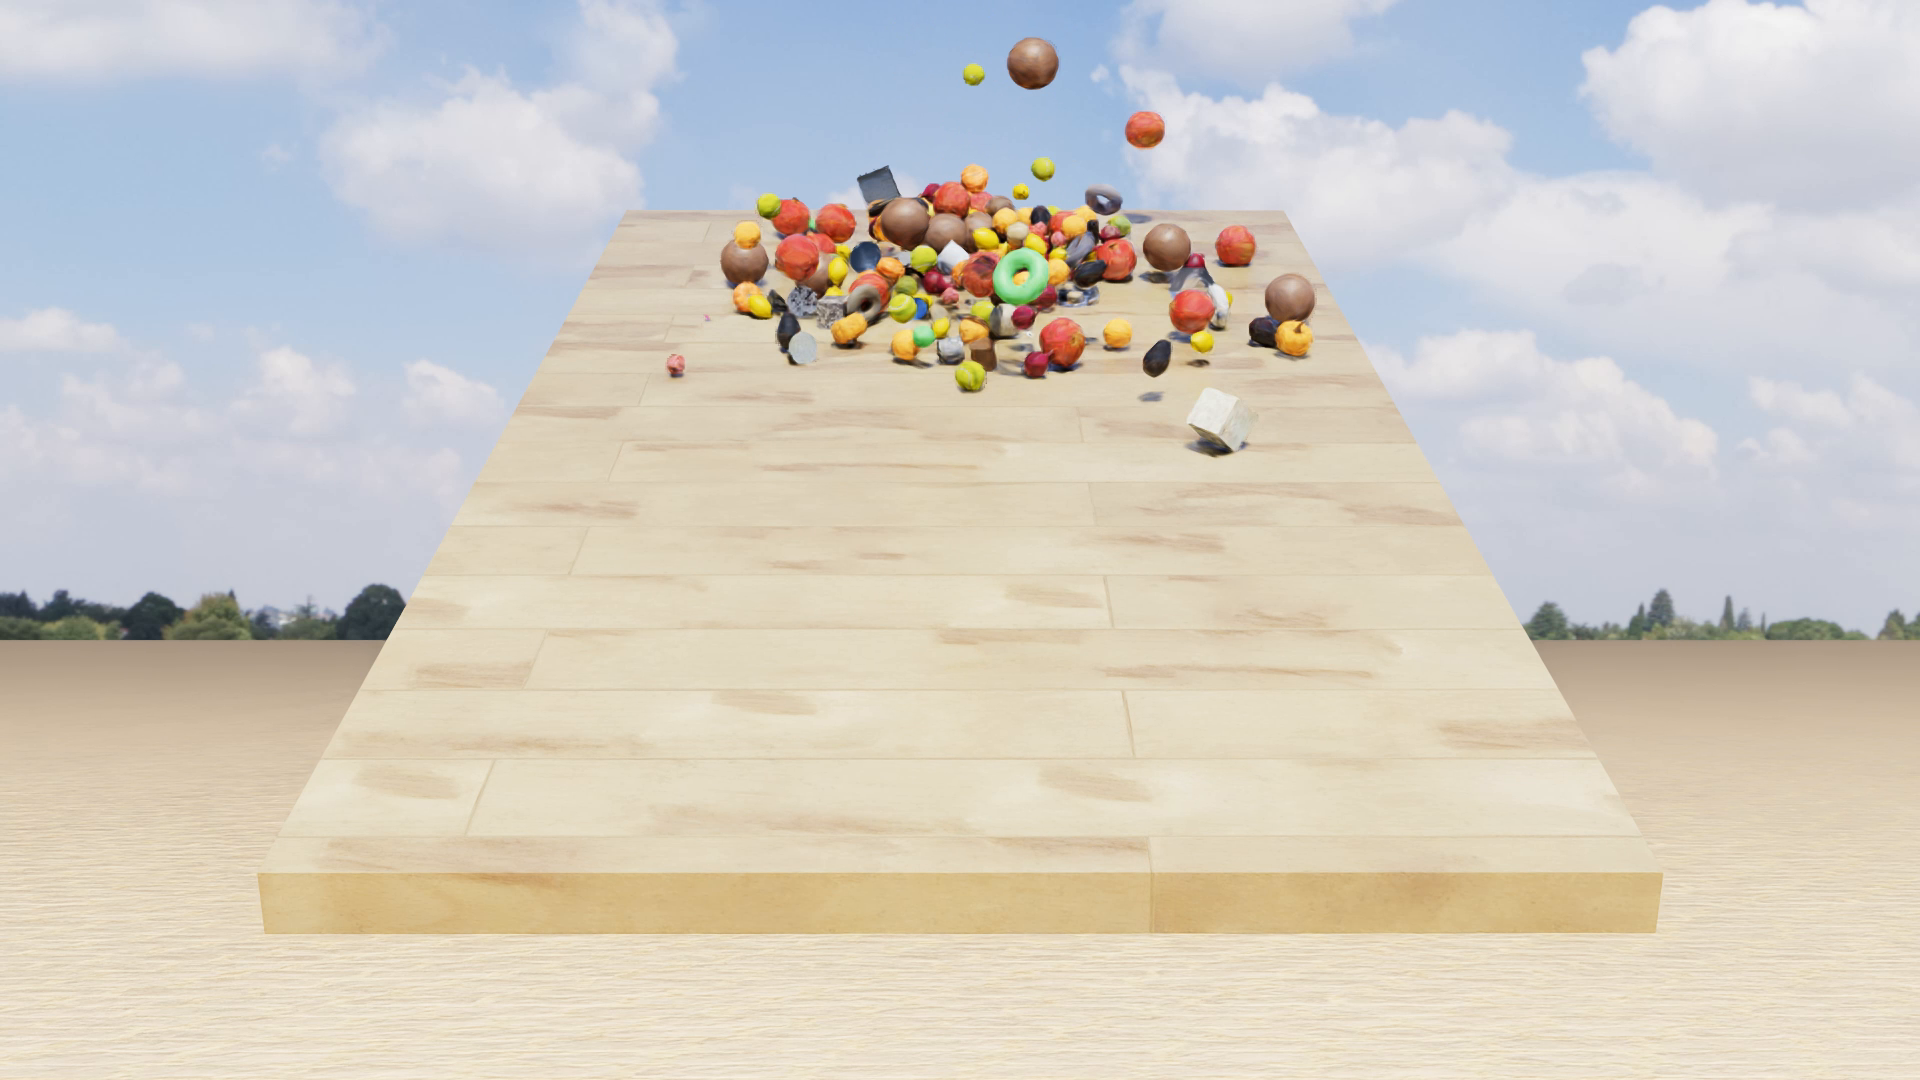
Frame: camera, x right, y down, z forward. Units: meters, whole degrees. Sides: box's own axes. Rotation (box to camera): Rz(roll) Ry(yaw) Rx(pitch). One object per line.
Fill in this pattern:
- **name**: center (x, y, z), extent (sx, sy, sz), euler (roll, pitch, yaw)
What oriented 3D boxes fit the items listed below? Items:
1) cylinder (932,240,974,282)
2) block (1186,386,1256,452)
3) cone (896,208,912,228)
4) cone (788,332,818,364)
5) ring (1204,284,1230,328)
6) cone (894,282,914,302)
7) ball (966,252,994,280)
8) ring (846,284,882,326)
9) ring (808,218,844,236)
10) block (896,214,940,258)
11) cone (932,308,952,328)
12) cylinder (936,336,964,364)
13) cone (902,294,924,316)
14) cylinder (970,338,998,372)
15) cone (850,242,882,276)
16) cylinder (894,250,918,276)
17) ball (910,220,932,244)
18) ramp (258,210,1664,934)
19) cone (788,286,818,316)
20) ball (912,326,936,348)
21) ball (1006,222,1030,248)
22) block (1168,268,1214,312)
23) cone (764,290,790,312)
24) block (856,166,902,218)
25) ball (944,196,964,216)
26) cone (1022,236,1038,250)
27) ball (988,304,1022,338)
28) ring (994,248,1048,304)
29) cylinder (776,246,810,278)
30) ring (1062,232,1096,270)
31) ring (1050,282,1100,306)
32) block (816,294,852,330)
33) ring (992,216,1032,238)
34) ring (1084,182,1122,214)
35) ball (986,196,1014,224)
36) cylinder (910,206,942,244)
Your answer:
- **cylinder**: center (-0.017, -0.745, 6.125), extent (0.082, 0.082, 0.082), euler (40, -9, -7)
- **block**: center (0.561, -0.259, 4.922), extent (0.091, 0.091, 0.091), euler (26, -8, 41)
- **cone**: center (-0.131, -0.917, 6.706), extent (0.079, 0.079, 0.079), euler (36, 7, 13)
- **cone**: center (-0.398, -0.459, 5.538), extent (0.079, 0.079, 0.079), euler (2, -4, -34)
- **ring**: center (0.648, -0.591, 5.782), extent (0.037, 0.110, 0.110), euler (-12, 0, -11)
- **cone**: center (-0.143, -0.648, 6.045), extent (0.057, 0.057, 0.057), euler (0, -5, 10)
- **ball**: center (0.052, -0.742, 6.213), extent (0.076, 0.076, 0.076), euler (0, -2, 0)
- **ring**: center (-0.243, -0.594, 5.788), extent (0.106, 0.106, 0.035), euler (2, 18, -43)
- **ring**: center (-0.393, -0.916, 6.704), extent (0.109, 0.036, 0.109), euler (0, 20, 0)
- **block**: center (-0.118, -0.859, 6.471), extent (0.080, 0.080, 0.080), euler (14, 45, 30)
- **cone**: center (-0.059, -0.557, 5.801), extent (0.056, 0.056, 0.056), euler (1, -5, -30)
- **cylinder**: center (-0.024, -0.458, 5.512), extent (0.056, 0.056, 0.056), euler (-12, -1, -8)
- **cone**: center (-0.110, -0.589, 5.895), extent (0.060, 0.060, 0.060), euler (-1, -29, 23)
- **cylinder**: center (0.056, -0.441, 5.461), extent (0.060, 0.060, 0.060), euler (-7, 32, 4)
- **cone**: center (-0.243, -0.766, 6.319), extent (0.094, 0.094, 0.094), euler (-1, -5, 20)
- **cylinder**: center (-0.147, -0.754, 6.249), extent (0.051, 0.051, 0.051), euler (-1, -27, 16)
- **ball**: center (-0.108, -0.854, 6.341), extent (0.064, 0.064, 0.064), euler (0, -2, 0)
- **ramp**: center (-0.006, -0.219, 5.135), extent (2.000, 0.100, 4.000), euler (0, 22, 0)
- **cone**: center (-0.403, -0.615, 5.909), extent (0.079, 0.079, 0.079), euler (0, 5, 0)
- **ball**: center (-0.086, -0.484, 5.451), extent (0.054, 0.054, 0.054), euler (0, -2, 0)
- **ball**: center (0.160, -0.834, 6.253), extent (0.068, 0.068, 0.068), euler (0, -2, 0)
- **block**: center (0.601, -0.644, 5.898), extent (0.079, 0.079, 0.079), euler (4, -35, 40)
- **cone**: center (-0.464, -0.607, 5.935), extent (0.065, 0.065, 0.065), euler (20, -11, -26)
- **block**: center (-0.224, -0.964, 6.349), extent (0.096, 0.096, 0.096), euler (-22, -6, -2)
- **ball**: center (-0.016, -0.967, 6.644), extent (0.058, 0.058, 0.058), euler (0, -2, 0)
- **cone**: center (0.182, -0.847, 6.469), extent (0.057, 0.057, 0.057), euler (40, 8, 13)
- **ball**: center (0.114, -0.547, 5.711), extent (0.086, 0.086, 0.086), euler (0, -2, 0)
- **ring**: center (0.141, -0.611, 5.317), extent (0.140, 0.140, 0.047), euler (-1, -19, 26)
- **cylinder**: center (-0.458, -0.760, 6.253), extent (0.065, 0.065, 0.065), euler (35, 16, 28)
- **ring**: center (0.324, -0.789, 6.269), extent (0.041, 0.124, 0.124), euler (37, -14, -15)
- **ring**: center (0.303, -0.646, 6.017), extent (0.131, 0.044, 0.131), euler (-1, 21, 0)
- **block**: center (-0.318, -0.576, 5.802), extent (0.069, 0.069, 0.069), euler (7, 23, 16)
- **ring**: center (0.151, -0.912, 6.682), extent (0.114, 0.038, 0.114), euler (-3, 30, 2)
- **ring**: center (0.385, -0.918, 6.170), extent (0.106, 0.035, 0.106), euler (15, -34, 10)
- **ball**: center (0.114, -0.939, 6.527), extent (0.084, 0.084, 0.084), euler (0, -2, 0)
- **cylinder**: center (-0.093, -0.896, 6.550), extent (0.087, 0.087, 0.087), euler (-10, 37, 8)
